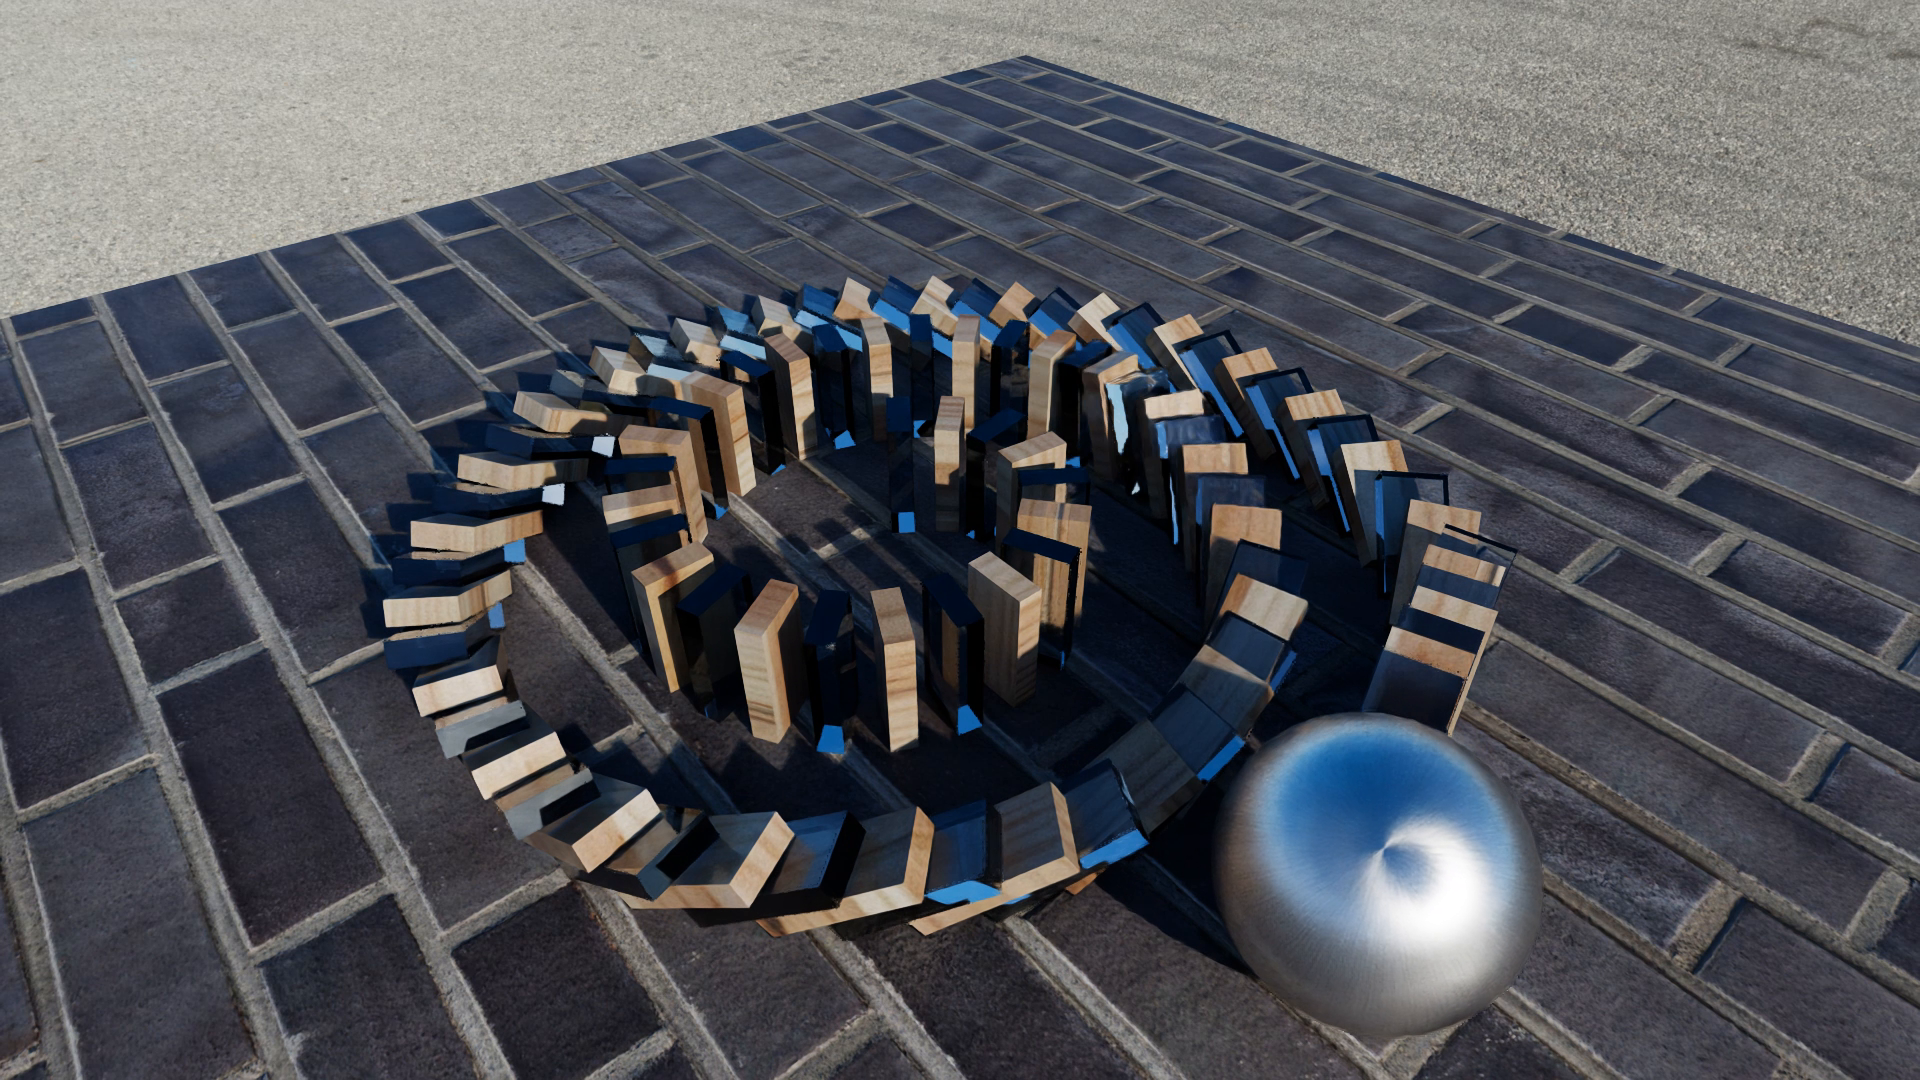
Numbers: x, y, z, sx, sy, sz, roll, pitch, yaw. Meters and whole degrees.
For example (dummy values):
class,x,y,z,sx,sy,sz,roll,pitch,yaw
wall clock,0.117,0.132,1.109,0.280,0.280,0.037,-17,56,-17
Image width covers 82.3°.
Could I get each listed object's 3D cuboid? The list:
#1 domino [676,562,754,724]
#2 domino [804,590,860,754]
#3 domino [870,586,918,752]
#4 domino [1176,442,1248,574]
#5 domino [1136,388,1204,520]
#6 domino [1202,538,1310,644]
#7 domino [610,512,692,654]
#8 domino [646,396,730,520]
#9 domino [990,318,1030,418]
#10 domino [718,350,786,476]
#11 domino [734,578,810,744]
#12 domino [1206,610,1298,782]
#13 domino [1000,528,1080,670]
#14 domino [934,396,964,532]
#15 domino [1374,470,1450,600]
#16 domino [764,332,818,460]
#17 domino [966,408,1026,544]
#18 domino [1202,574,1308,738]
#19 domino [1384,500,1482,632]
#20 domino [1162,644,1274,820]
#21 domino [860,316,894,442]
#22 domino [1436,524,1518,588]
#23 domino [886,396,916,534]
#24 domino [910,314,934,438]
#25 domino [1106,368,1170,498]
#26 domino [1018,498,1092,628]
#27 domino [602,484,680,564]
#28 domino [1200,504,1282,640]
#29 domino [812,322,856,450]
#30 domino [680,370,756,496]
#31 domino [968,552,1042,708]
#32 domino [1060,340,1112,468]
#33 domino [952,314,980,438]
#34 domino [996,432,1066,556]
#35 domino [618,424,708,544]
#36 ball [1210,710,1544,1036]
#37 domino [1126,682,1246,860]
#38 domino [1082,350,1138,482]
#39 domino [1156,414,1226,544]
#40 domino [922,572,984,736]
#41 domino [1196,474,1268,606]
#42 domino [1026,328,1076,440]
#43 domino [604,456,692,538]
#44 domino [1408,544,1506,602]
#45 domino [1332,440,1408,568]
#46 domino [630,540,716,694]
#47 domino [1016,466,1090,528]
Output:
class,x,y,z,sx,sy,sz,roll,pitch,yaw
domino,-0.079,0.035,0.369,0.010,0.050,0.025,21,44,23
domino,-0.041,0.043,0.359,0.009,0.050,0.025,5,40,6
domino,-0.021,0.043,0.359,0.010,0.050,0.025,-8,40,-10
domino,0.101,-0.012,0.433,0.025,0.010,0.050,-3,83,-3
domino,0.090,-0.036,0.458,0.025,0.050,0.009,-11,7,-13
domino,0.103,0.027,0.389,0.025,0.009,0.050,18,77,21
domino,-0.106,0.016,0.392,0.025,0.050,0.009,-18,43,-21
domino,-0.111,-0.033,0.452,0.025,0.050,0.010,15,42,17
domino,0.022,-0.071,0.499,0.010,0.050,0.025,14,41,16
domino,-0.090,-0.055,0.479,0.025,0.050,0.009,30,48,31
domino,-0.061,0.040,0.362,0.010,0.050,0.025,12,41,15
domino,0.086,0.051,0.362,0.025,0.009,0.050,30,80,31
domino,0.027,0.021,0.386,0.025,0.050,0.009,18,43,20
domino,-0.004,-0.031,0.449,0.009,0.050,0.025,3,39,4
domino,0.176,-0.001,0.426,0.025,0.009,0.050,4,70,5
domino,-0.075,-0.063,0.489,0.009,0.050,0.025,-22,44,-25
domino,0.014,-0.026,0.443,0.009,0.050,0.025,29,47,30
domino,0.096,0.039,0.375,0.025,0.009,0.050,24,78,26
domino,0.176,0.012,0.409,0.025,0.010,0.050,12,73,15
domino,0.074,0.061,0.350,0.025,0.010,0.050,34,82,34
domino,-0.037,-0.073,0.500,0.010,0.050,0.025,-8,40,-10
domino,0.176,0.022,0.392,0.025,0.010,0.050,24,84,22
domino,-0.024,-0.030,0.448,0.009,0.050,0.025,-3,39,-3
domino,-0.017,-0.075,0.503,0.009,0.050,0.025,-3,39,-3
domino,0.079,-0.046,0.468,0.025,0.050,0.009,-22,19,-24
domino,0.033,0.009,0.401,0.025,0.050,0.009,7,40,8
domino,-0.114,0.004,0.406,0.025,0.050,0.009,-11,41,-13
domino,0.104,0.013,0.405,0.025,0.009,0.050,6,77,7
domino,-0.057,-0.069,0.496,0.010,0.050,0.025,-14,41,-16
domino,-0.102,-0.045,0.466,0.025,0.050,0.009,21,44,24
domino,0.014,0.031,0.374,0.010,0.050,0.025,-29,47,-30
domino,0.056,-0.060,0.484,0.010,0.050,0.025,24,45,34
domino,0.003,-0.075,0.503,0.010,0.050,0.025,4,40,5
domino,0.027,-0.016,0.431,0.025,0.050,0.009,-22,44,-24
domino,-0.117,-0.021,0.437,0.025,0.050,0.009,7,40,9
ball,0.106,0.085,0.284,0.080,0.080,0.080,0,39,0
domino,0.060,0.071,0.338,0.050,0.009,0.025,-45,50,-3
domino,0.068,-0.053,0.476,0.025,0.050,0.010,-31,33,-32
domino,0.096,-0.025,0.446,0.025,0.050,0.009,-7,0,-9
domino,-0.002,0.038,0.365,0.009,0.050,0.025,-18,43,-21
domino,0.104,0.000,0.419,0.025,0.009,0.050,2,79,3
domino,0.041,-0.066,0.492,0.009,0.050,0.025,20,44,23
domino,-0.118,-0.008,0.422,0.025,0.050,0.009,-4,39,-5
domino,0.166,0.029,0.379,0.025,0.050,0.009,20,6,23
domino,0.169,-0.015,0.443,0.025,0.009,0.050,-5,69,-6
domino,-0.095,0.027,0.379,0.025,0.050,0.009,-29,47,-31
domino,0.034,-0.004,0.416,0.025,0.050,0.009,-4,39,-5
